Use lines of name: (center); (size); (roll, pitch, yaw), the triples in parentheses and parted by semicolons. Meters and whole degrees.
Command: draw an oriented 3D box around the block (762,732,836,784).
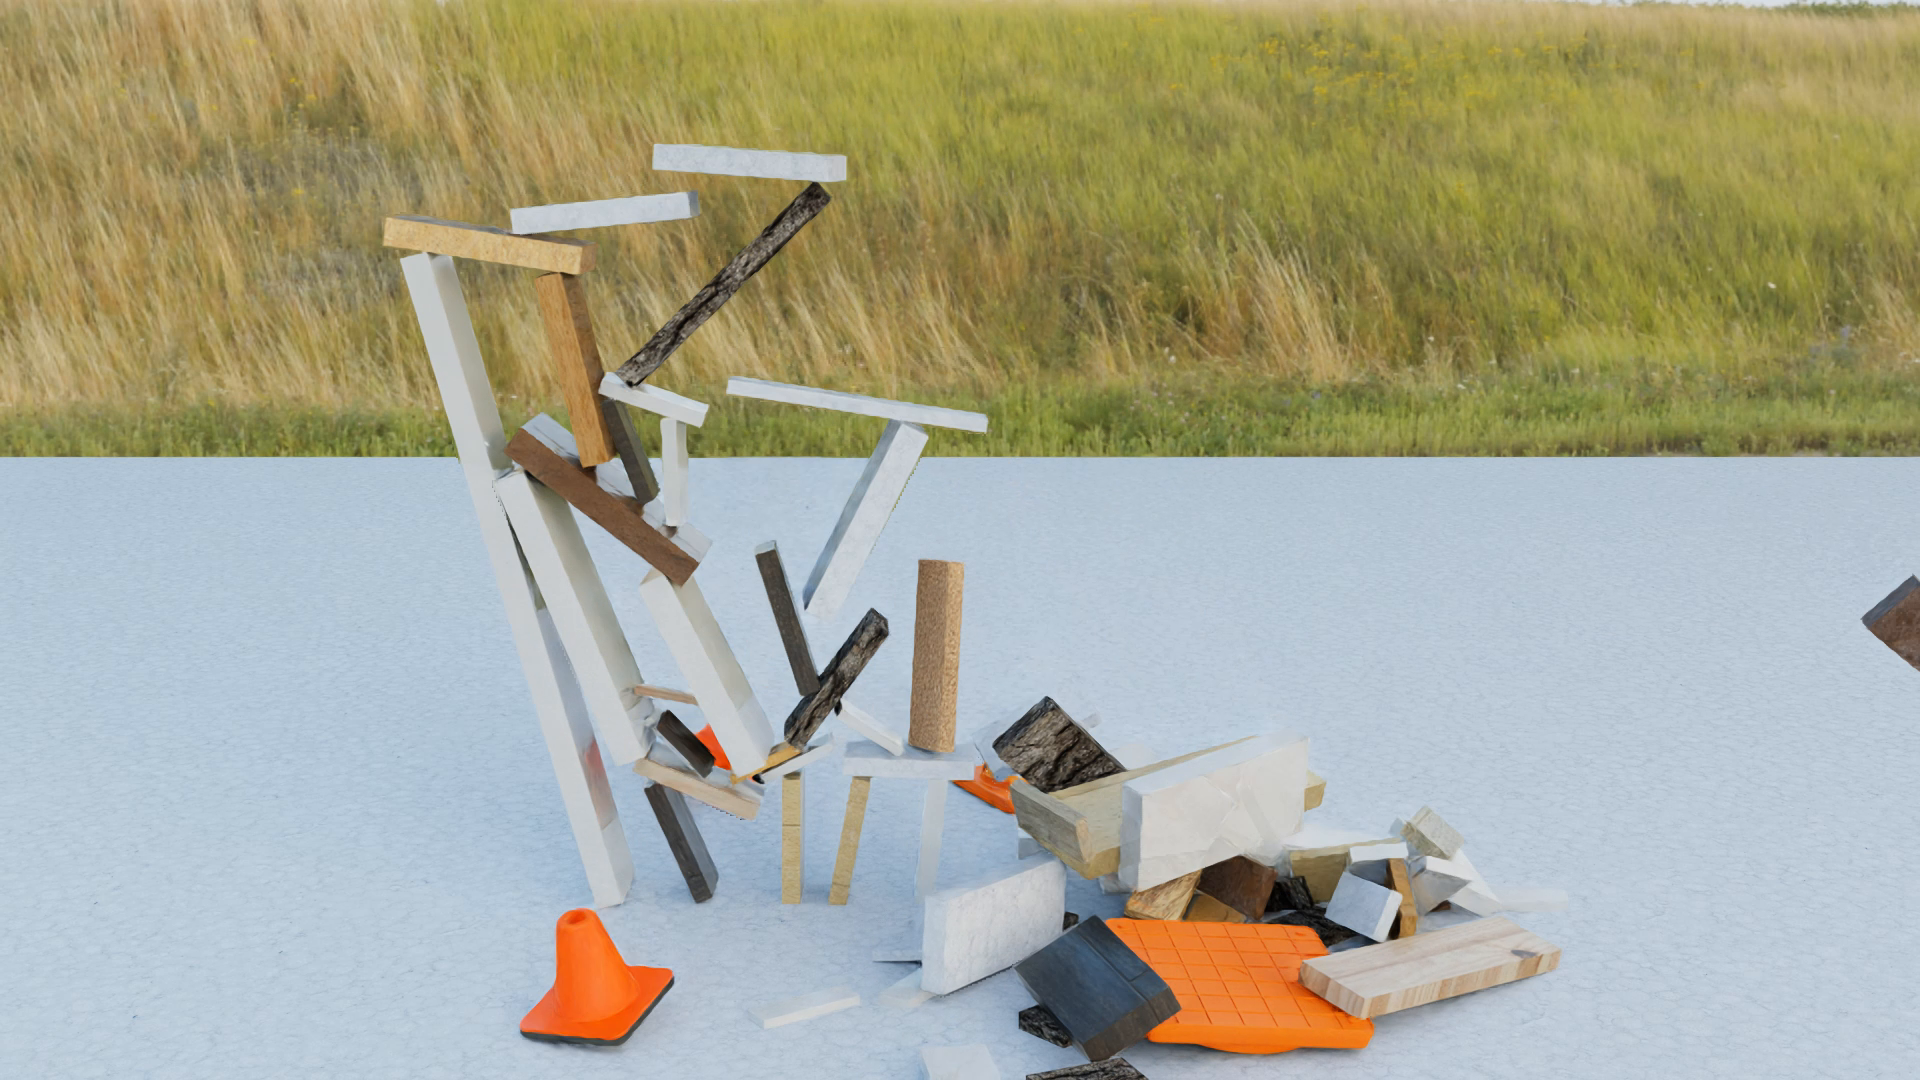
block: (-0.265, 0.359, 3.625); (0.124, 0.018, 0.062); (-26, 10, 4)

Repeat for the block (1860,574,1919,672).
block: (1.707, 0.170, 3.864); (0.234, 0.117, 0.033); (35, 24, -20)

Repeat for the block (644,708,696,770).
block: (-0.468, 0.327, 3.617); (0.114, 0.016, 0.057); (44, 12, -2)

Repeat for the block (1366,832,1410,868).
block: (0.764, 0.547, 3.836); (0.081, 0.023, 0.162); (-4, 11, -22)

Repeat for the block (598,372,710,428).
block: (-0.491, -0.226, 3.532); (0.171, 0.024, 0.086); (19, 11, -6)

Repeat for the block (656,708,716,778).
block: (-0.445, 0.331, 3.576); (0.016, 0.114, 0.057); (-39, 14, 13)

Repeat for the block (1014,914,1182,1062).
block: (0.188, 0.624, 3.064); (0.141, 0.040, 0.283); (-32, 18, -10)

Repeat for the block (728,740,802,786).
block: (-0.322, 0.363, 3.628); (0.124, 0.018, 0.062); (-26, 9, 0)

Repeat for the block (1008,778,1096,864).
block: (0.138, 0.424, 3.316); (0.022, 0.078, 0.156); (-31, 34, -27)

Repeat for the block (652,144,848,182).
block: (-0.326, -0.591, 3.439); (0.276, 0.039, 0.138); (5, 11, 8)

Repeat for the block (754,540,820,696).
block: (-0.281, 0.126, 3.589); (0.034, 0.241, 0.121); (-18, 8, -2)

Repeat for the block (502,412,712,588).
block: (-0.563, -0.068, 3.546); (0.351, 0.050, 0.175); (38, 9, -6)

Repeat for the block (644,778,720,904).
block: (-0.461, 0.487, 3.653); (0.030, 0.212, 0.106); (-22, 10, 4)

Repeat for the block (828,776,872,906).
block: (-0.181, 0.484, 3.647); (0.030, 0.214, 0.107); (11, 10, -2)

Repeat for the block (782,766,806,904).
block: (-0.276, 0.485, 3.653); (0.030, 0.212, 0.106); (1, 11, 0)

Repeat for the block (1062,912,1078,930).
block: (0.136, 0.607, 3.541); (0.098, 0.014, 0.049); (7, 13, 35)

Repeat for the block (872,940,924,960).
block: (-0.075, 0.629, 3.373); (0.107, 0.015, 0.054); (-5, 7, 20)

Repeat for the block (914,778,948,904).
block: (-0.048, 0.485, 3.644); (0.030, 0.214, 0.107); (7, 10, -2)

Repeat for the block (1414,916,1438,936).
block: (0.685, 0.604, 3.466); (0.130, 0.018, 0.065); (11, 9, -9)

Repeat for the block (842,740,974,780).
block: (-0.083, 0.362, 3.623); (0.214, 0.030, 0.107); (2, 10, 0)

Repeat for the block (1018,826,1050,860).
block: (0.251, 0.498, 3.674); (0.307, 0.043, 0.153); (-1, 8, 1)

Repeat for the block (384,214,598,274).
block: (-0.738, -0.468, 3.474); (0.304, 0.043, 0.152); (9, 10, -1)

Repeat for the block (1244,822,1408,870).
block: (0.580, 0.513, 3.657); (0.307, 0.043, 0.153); (13, 10, -6)

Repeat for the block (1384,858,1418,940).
block: (0.669, 0.562, 3.349); (0.023, 0.081, 0.163); (4, 24, 2)

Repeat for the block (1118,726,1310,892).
block: (0.399, 0.419, 3.437); (0.338, 0.169, 0.048); (-14, 27, -32)

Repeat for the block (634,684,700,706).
block: (-0.472, 0.254, 3.615); (0.114, 0.016, 0.057); (10, -2, 6)

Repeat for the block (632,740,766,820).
block: (-0.429, 0.395, 3.631); (0.212, 0.030, 0.106); (23, 9, -3)

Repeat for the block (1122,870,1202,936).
block: (0.315, 0.546, 3.400); (0.081, 0.023, 0.162); (15, 28, 15)

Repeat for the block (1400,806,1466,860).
block: (0.783, 0.491, 3.640); (0.089, 0.025, 0.177); (42, 15, 14)

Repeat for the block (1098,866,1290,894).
block: (0.383, 0.543, 3.667); (0.307, 0.043, 0.153); (0, 11, -4)

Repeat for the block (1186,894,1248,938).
block: (0.418, 0.601, 3.541); (0.081, 0.023, 0.162); (4, 11, 16)

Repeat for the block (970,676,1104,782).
block: (0.127, 0.314, 3.660); (0.202, 0.029, 0.101); (-30, 40, -4)
